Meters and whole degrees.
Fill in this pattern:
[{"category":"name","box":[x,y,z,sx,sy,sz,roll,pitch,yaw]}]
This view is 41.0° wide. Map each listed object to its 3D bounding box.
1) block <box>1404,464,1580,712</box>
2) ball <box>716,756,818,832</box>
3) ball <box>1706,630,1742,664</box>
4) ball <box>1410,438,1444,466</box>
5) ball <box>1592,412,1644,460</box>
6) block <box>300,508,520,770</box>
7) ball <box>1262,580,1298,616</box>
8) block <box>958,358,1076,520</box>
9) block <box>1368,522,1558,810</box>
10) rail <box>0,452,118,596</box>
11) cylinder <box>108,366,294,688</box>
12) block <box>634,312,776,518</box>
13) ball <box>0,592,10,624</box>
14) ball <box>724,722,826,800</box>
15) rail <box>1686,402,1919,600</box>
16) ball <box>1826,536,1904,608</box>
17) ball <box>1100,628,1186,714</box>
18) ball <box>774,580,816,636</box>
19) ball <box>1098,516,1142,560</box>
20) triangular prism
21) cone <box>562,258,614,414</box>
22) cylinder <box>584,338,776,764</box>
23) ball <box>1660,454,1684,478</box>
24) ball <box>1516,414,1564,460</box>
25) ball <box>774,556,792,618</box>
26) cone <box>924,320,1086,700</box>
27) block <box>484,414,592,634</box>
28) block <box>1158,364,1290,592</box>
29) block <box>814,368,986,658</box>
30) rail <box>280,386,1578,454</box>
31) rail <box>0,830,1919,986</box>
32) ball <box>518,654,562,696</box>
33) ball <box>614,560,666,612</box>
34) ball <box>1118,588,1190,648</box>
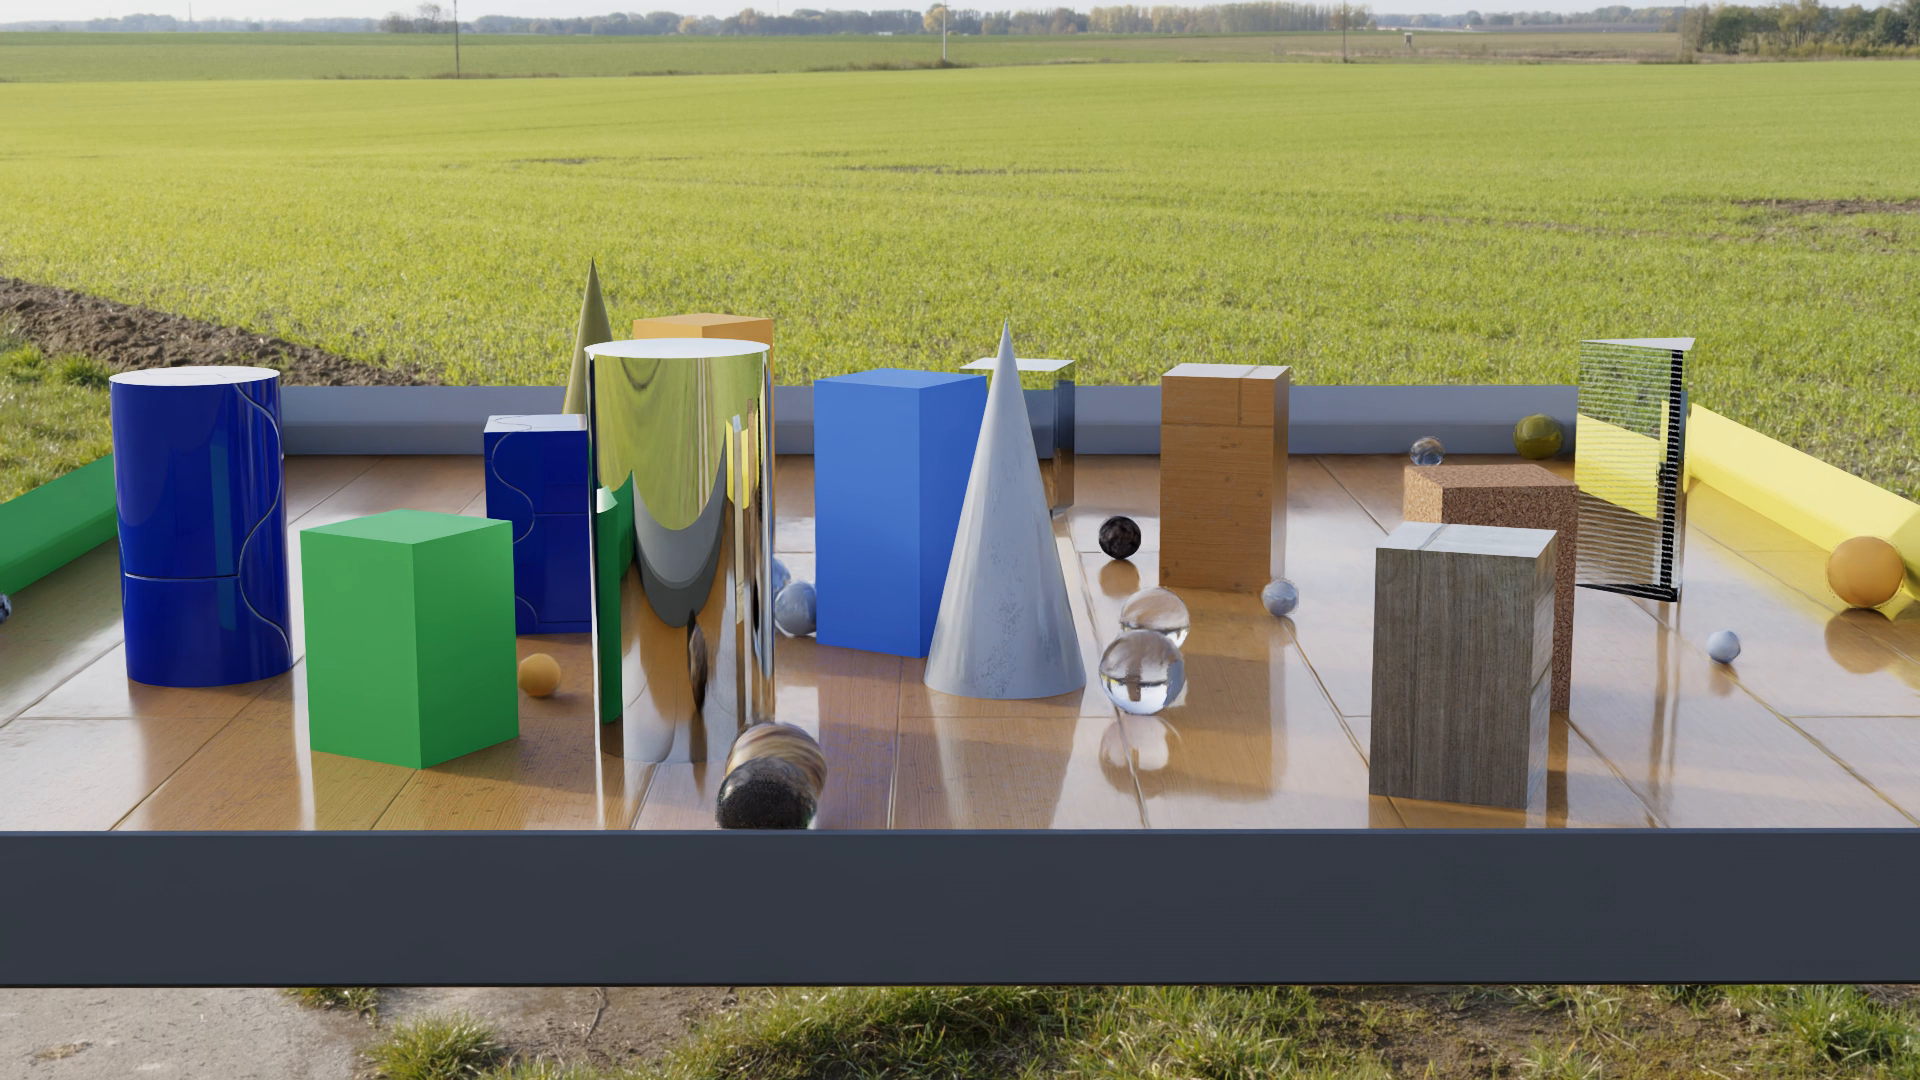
[{"category":"block","box":[0.610,0.054,2.977,0.158,0.261,0.158,-1,11,-6]},{"category":"ball","box":[-0.180,0.248,2.387,0.094,0.094,0.094,0,10,0]},{"category":"ball","box":[0.941,0.131,3.162,0.042,0.042,0.042,0,10,0]},{"category":"ball","box":[0.850,-0.158,4.673,0.059,0.059,0.059,0,10,0]},{"category":"ball","box":[1.225,-0.194,4.778,0.092,0.092,0.092,0,10,0]},{"category":"block","box":[-0.592,0.103,2.770,0.158,0.240,0.158,6,12,30]},{"category":"ball","box":[0.428,0.077,3.434,0.048,0.048,0.048,0,10,0]},{"category":"block","box":[0.095,-0.169,4.231,0.158,0.242,0.158,3,11,15]},{"category":"block","box":[0.514,0.124,2.618,0.158,0.254,0.158,4,11,20]},{"category":"rail","box":[-1.299,0.034,3.442,0.045,0.128,2.862,0,10,0]},{"category":"cylinder","box":[-0.916,-0.020,3.105,0.197,0.360,0.197,0,10,0]},{"category":"block","box":[-0.412,-0.194,4.143,0.158,0.324,0.158,9,14,40]},{"category":"ball","box":[-1.271,0.090,3.364,0.048,0.048,0.048,0,10,0]},{"category":"ball","box":[-0.179,0.226,2.495,0.098,0.098,0.098,0,10,0]},{"category":"rail","box":[1.299,0.032,3.456,0.045,0.128,2.862,0,10,0]},{"category":"ball","box":[1.229,0.043,3.484,0.098,0.098,0.098,0,10,0]},{"category":"ball","box":[0.207,0.149,2.911,0.098,0.098,0.098,0,10,0]},{"category":"ball","box":[-0.205,0.088,3.316,0.071,0.071,0.071,0,10,0]},{"category":"ball","box":[0.238,-0.003,3.827,0.064,0.064,0.064,0,10,0]},{"category":"triangular prism","box":[0.977,-0.105,3.599,0.148,0.347,0.171,-9,14,-41]},{"category":"cone","box":[-0.541,-0.198,3.817,0.197,0.450,0.197,0,10,0]},{"category":"cylinder","box":[-0.301,0.007,2.768,0.197,0.430,0.197,0,10,0]},{"category":"ball","box":[1.274,-0.133,4.588,0.041,0.041,0.041,0,10,0]},{"category":"ball","box":[1.080,-0.192,4.781,0.088,0.088,0.088,0,10,0]},{"category":"ball","box":[-0.268,0.062,3.389,0.094,0.094,0.094,0,10,0]},{"category":"cone","box":[0.054,-0.047,3.041,0.197,0.435,0.197,0,10,0]},{"category":"block","box":[-0.539,-0.023,3.381,0.158,0.265,0.158,-1,11,-7]},{"category":"block","box":[0.377,-0.092,3.657,0.158,0.300,0.158,3,11,14]},{"category":"block","box":[-0.074,-0.039,3.266,0.158,0.337,0.158,7,12,32]},{"category":"rail","box":[-0.008,-0.223,4.832,2.645,0.128,0.045,0,10,0]},{"category":"rail","box":[0.008,0.289,2.065,2.645,0.128,0.045,0,10,0]},{"category":"ball","box":[-0.491,0.158,2.993,0.051,0.051,0.051,0,10,0]},{"category":"ball","box":[-0.431,0.062,3.454,0.071,0.071,0.071,0,10,0]},{"category":"ball","box":[0.242,0.103,3.188,0.088,0.088,0.088,0,10,0]}]
